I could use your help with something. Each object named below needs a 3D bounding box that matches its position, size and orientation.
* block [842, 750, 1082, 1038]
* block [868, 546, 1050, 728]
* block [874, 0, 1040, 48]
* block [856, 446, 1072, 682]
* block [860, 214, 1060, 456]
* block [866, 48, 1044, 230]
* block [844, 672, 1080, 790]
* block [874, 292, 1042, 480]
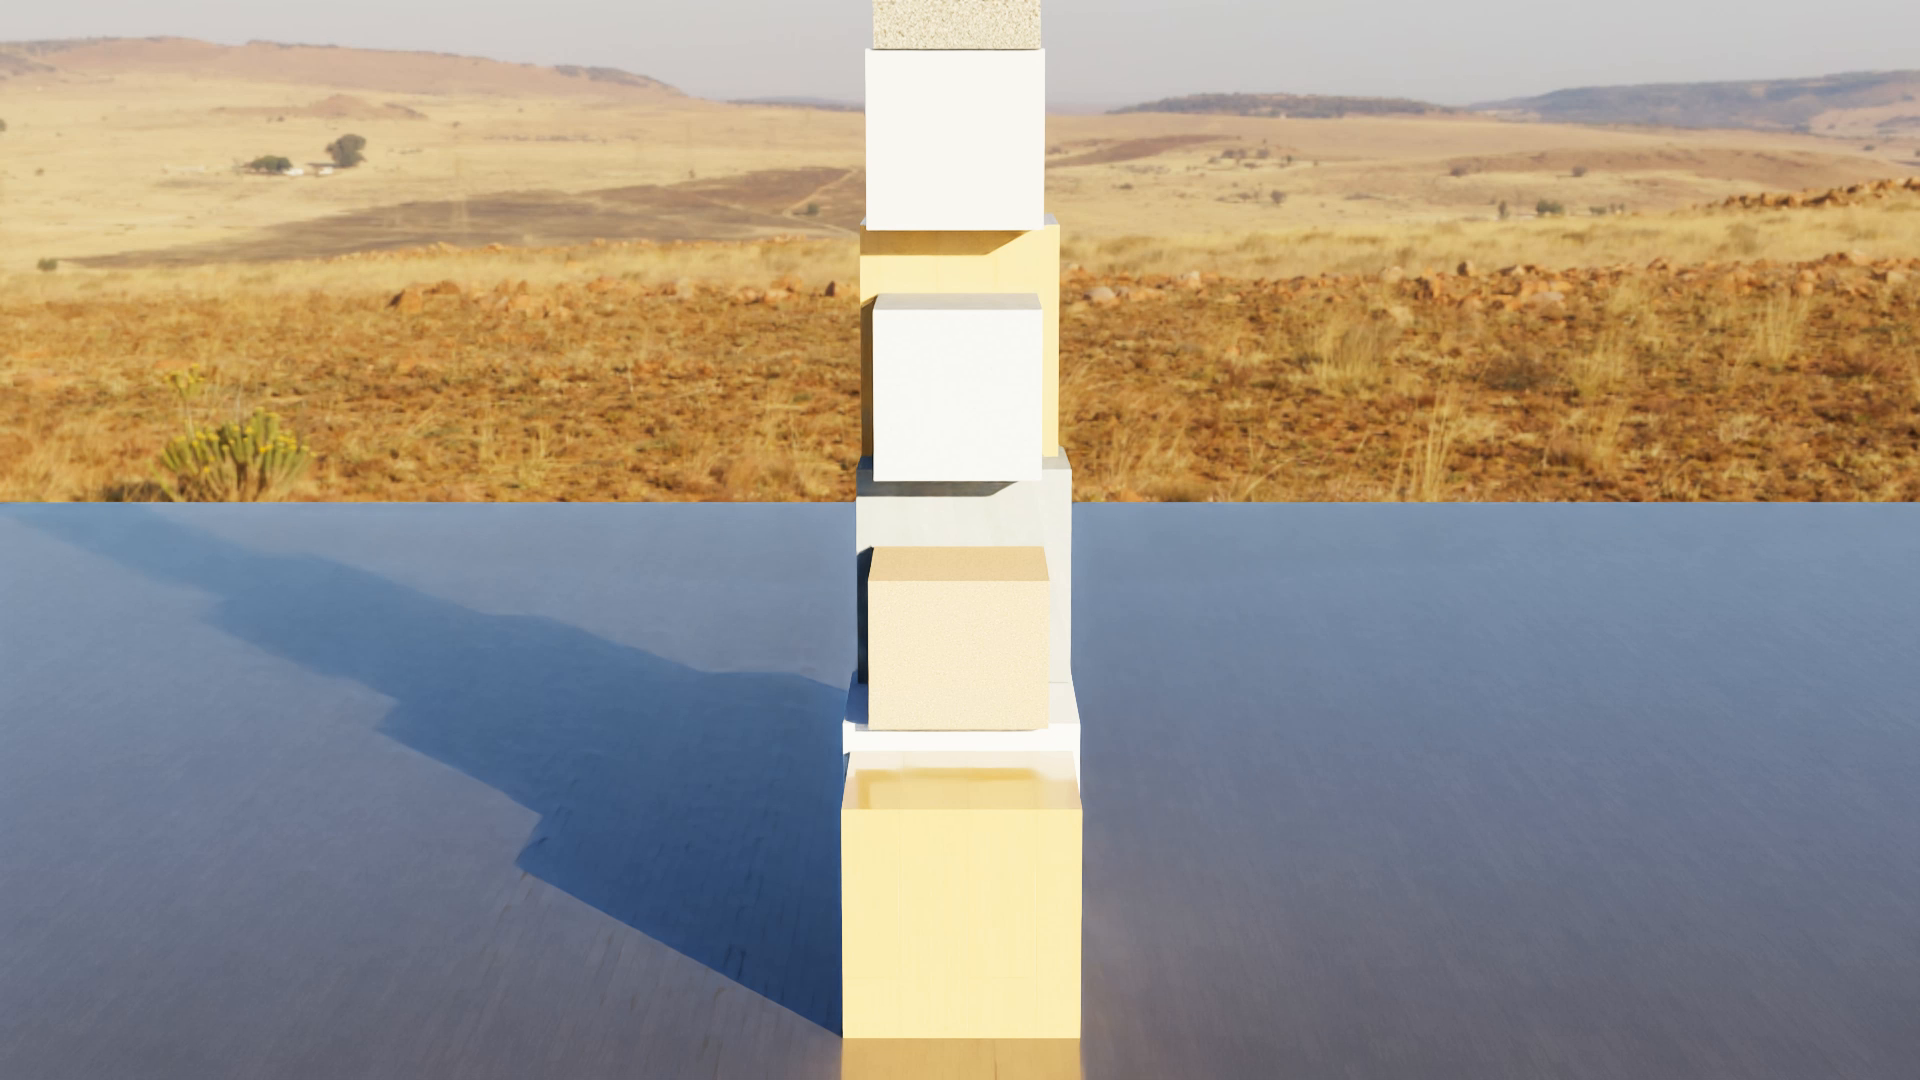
[{"bbox_3d":[0.006,1.334,9.790,0.874,0.873,0.823,0,10,0],"label":"block"},{"bbox_3d":[-0.004,0.382,10.339,0.702,0.589,0.739,0,10,0],"label":"block"},{"bbox_3d":[-0.012,-2.438,10.753,0.680,0.743,0.776,0,11,0],"label":"block"},{"bbox_3d":[0.016,0.089,11.137,0.891,0.898,0.884,0,8,0],"label":"block"},{"bbox_3d":[-0.001,-0.928,11.422,0.849,0.999,0.846,0,11,0],"label":"block"},{"bbox_3d":[-0.020,-1.712,10.894,0.732,0.736,0.734,0,11,0],"label":"block"},{"bbox_3d":[0.006,1.125,10.640,0.934,0.980,0.905,0,10,0],"label":"block"},{"bbox_3d":[-0.009,-0.648,10.657,0.676,0.689,0.736,0,11,0],"label":"block"}]
